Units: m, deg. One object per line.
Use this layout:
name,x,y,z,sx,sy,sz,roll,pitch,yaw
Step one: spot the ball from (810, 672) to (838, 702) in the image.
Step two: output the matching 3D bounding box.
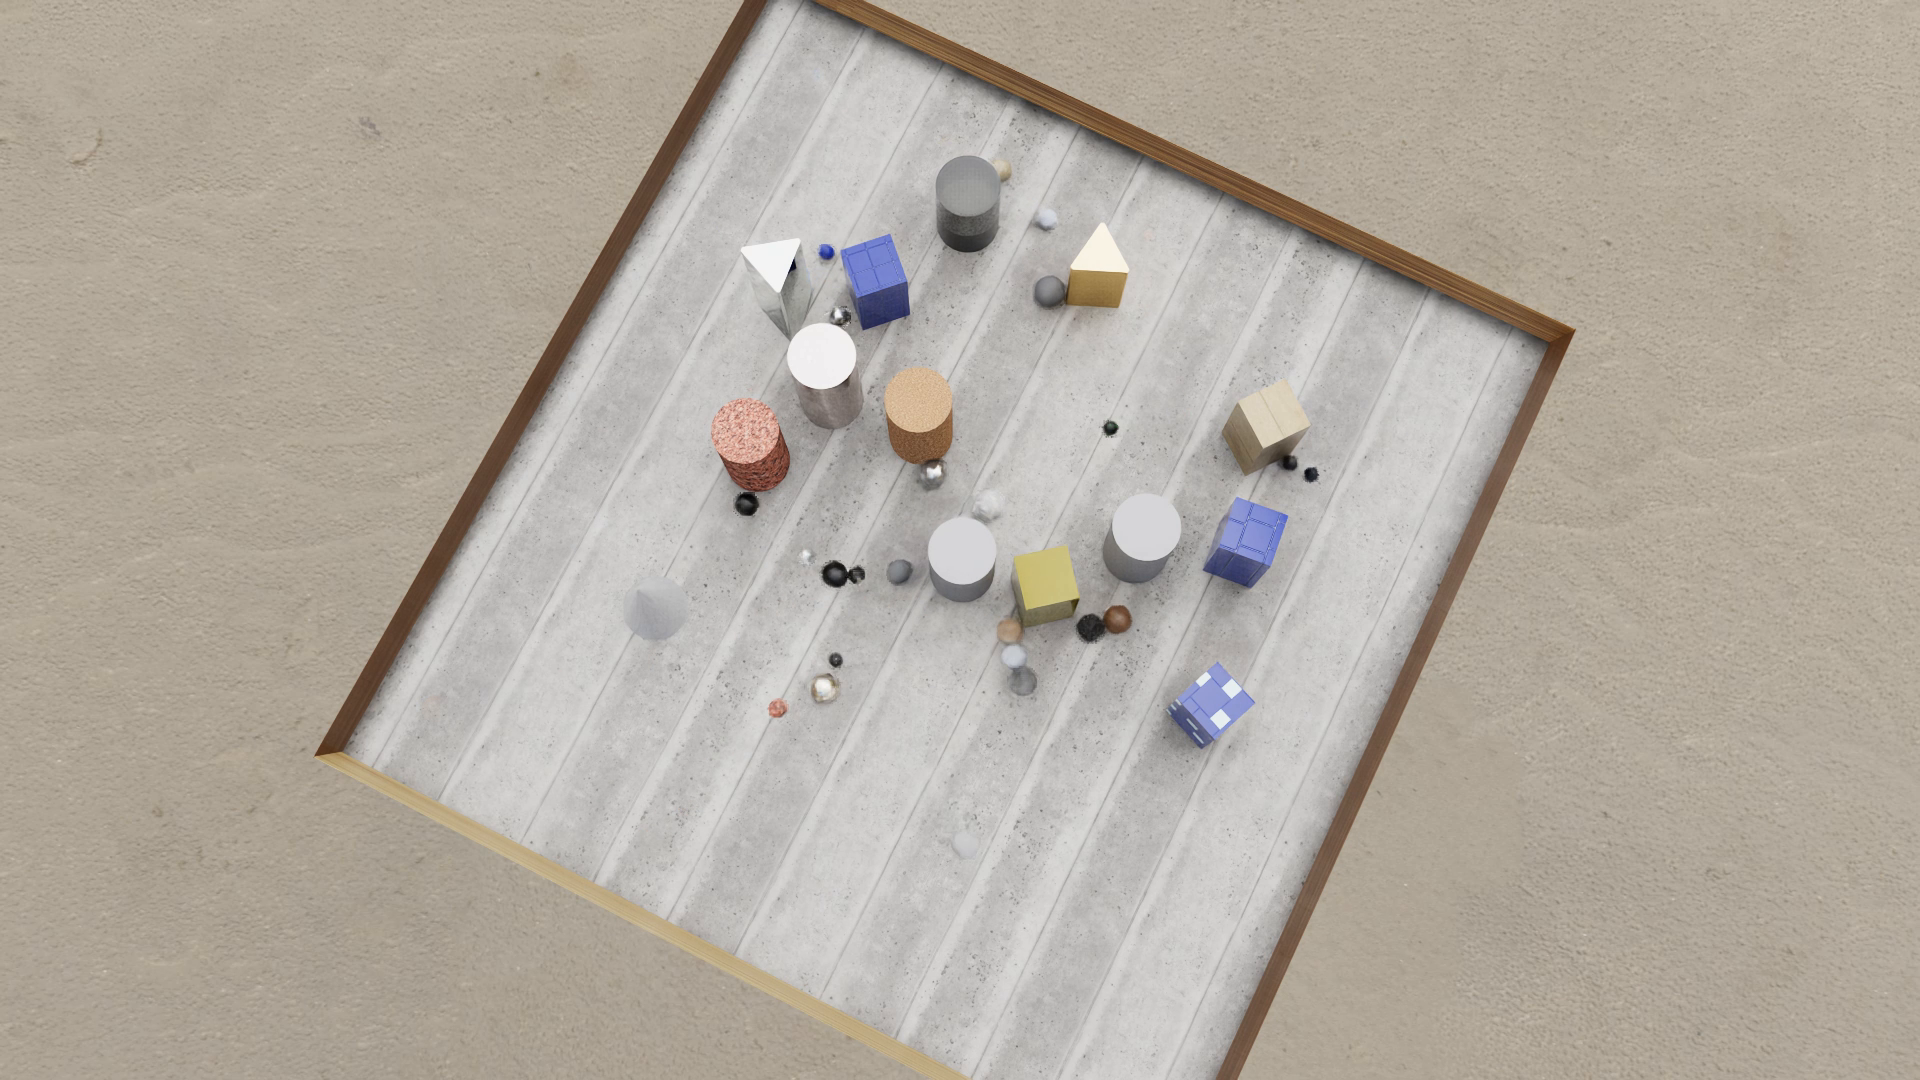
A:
ball,-0.407,0.442,5.480,0.088,0.088,0.088,0,78,0

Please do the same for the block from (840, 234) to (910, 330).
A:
block,-0.257,-0.787,5.621,0.158,0.311,0.158,-19,79,-4

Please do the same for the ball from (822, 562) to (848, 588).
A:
ball,-0.379,0.106,5.553,0.081,0.081,0.081,0,78,0

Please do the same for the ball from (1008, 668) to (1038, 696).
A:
ball,0.189,0.424,5.485,0.085,0.085,0.085,0,78,0

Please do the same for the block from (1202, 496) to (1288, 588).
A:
block,0.842,0.011,5.430,0.158,0.361,0.158,20,79,4

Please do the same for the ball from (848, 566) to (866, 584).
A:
ball,-0.313,0.106,5.569,0.051,0.051,0.051,0,78,0

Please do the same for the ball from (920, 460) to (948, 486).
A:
ball,-0.080,-0.206,5.616,0.085,0.085,0.085,0,78,0

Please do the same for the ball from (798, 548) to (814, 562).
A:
ball,-0.467,0.047,5.583,0.047,0.047,0.047,0,78,0

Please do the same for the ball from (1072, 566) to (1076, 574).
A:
ball,0.332,0.095,5.576,0.040,0.040,0.040,0,78,0

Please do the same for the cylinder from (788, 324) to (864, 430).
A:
cylinder,-0.398,-0.485,5.491,0.198,0.443,0.198,0,78,0

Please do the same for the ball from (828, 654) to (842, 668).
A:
ball,-0.374,0.362,5.520,0.043,0.043,0.043,0,78,0

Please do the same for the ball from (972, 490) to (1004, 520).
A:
ball,0.086,-0.105,5.590,0.095,0.095,0.095,0,78,0

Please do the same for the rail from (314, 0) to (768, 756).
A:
rail,-1.230,-0.595,5.673,0.045,0.128,2.860,26,80,5

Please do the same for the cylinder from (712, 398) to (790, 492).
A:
cylinder,-0.624,-0.281,5.493,0.198,0.357,0.198,0,78,0

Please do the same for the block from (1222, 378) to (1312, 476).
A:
block,0.917,-0.335,5.510,0.158,0.345,0.158,-26,79,-5

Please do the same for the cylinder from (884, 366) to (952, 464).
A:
cylinder,-0.121,-0.368,5.498,0.198,0.382,0.198,0,78,0

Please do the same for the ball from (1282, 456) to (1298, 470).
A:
ball,1.016,-0.238,5.642,0.047,0.047,0.047,0,78,0

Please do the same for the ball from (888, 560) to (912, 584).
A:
ball,-0.183,0.094,5.560,0.074,0.074,0.074,0,78,0

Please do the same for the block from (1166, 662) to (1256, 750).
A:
block,0.729,0.487,5.360,0.158,0.306,0.158,-41,81,-8

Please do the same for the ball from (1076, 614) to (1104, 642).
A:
ball,0.394,0.264,5.520,0.083,0.083,0.083,0,78,0

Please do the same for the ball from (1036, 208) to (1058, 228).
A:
ball,0.276,-1.017,5.794,0.065,0.065,0.065,0,78,0

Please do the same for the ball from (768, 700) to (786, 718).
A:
ball,-0.547,0.505,5.484,0.055,0.055,0.055,0,78,0

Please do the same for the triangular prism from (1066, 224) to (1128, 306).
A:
triangular prism,0.422,-0.844,5.626,0.171,0.324,0.148,4,78,1

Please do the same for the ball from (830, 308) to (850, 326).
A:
ball,-0.375,-0.698,5.731,0.058,0.058,0.058,0,78,0

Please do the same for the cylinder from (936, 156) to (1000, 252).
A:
cylinder,0.025,-1.038,5.677,0.198,0.303,0.198,0,78,0

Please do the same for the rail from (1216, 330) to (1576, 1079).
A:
rail,1.230,0.609,5.424,0.045,0.128,2.860,26,80,5

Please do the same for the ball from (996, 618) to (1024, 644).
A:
ball,0.150,0.272,5.499,0.080,0.080,0.080,0,78,0

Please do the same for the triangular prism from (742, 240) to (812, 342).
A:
triangular prism,-0.520,-0.774,5.529,0.148,0.486,0.171,-40,81,-8

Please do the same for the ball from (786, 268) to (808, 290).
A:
ball,-0.511,-0.820,5.751,0.070,0.070,0.070,0,78,0

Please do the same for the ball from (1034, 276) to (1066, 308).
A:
ball,0.281,-0.777,5.727,0.099,0.099,0.099,0,78,0

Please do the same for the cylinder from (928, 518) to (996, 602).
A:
cylinder,0.007,0.062,5.447,0.198,0.308,0.198,0,78,0

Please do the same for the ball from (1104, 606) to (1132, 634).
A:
ball,0.475,0.240,5.522,0.087,0.087,0.087,0,78,0

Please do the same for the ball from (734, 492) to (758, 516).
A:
ball,-0.652,-0.108,5.602,0.072,0.072,0.072,0,78,0

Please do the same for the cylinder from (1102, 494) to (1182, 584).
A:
cylinder,0.535,0.000,5.429,0.198,0.367,0.198,0,78,0

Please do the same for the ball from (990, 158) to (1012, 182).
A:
ball,0.126,-1.173,5.820,0.076,0.076,0.076,0,78,0

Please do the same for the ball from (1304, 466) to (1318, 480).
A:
ball,1.080,-0.204,5.636,0.044,0.044,0.044,0,78,0

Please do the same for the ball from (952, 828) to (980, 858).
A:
ball,0.017,0.891,5.388,0.086,0.086,0.086,0,78,0

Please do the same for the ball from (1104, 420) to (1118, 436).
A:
ball,0.466,-0.346,5.664,0.047,0.047,0.047,0,78,0

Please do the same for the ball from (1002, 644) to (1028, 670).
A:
ball,0.163,0.350,5.505,0.078,0.078,0.078,0,78,0

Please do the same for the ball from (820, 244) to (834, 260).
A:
ball,-0.421,-0.907,5.780,0.048,0.048,0.048,0,78,0

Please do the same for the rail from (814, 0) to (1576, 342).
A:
rail,0.629,-1.225,5.804,2.797,0.128,0.045,26,80,5

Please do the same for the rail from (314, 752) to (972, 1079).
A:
rail,-0.629,1.239,5.294,2.797,0.128,0.045,26,80,5

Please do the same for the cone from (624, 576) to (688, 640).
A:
cone,-0.926,0.175,5.416,0.198,0.322,0.198,0,78,0

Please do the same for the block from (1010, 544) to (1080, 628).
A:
block,0.248,0.141,5.412,0.158,0.343,0.158,-12,79,-3
